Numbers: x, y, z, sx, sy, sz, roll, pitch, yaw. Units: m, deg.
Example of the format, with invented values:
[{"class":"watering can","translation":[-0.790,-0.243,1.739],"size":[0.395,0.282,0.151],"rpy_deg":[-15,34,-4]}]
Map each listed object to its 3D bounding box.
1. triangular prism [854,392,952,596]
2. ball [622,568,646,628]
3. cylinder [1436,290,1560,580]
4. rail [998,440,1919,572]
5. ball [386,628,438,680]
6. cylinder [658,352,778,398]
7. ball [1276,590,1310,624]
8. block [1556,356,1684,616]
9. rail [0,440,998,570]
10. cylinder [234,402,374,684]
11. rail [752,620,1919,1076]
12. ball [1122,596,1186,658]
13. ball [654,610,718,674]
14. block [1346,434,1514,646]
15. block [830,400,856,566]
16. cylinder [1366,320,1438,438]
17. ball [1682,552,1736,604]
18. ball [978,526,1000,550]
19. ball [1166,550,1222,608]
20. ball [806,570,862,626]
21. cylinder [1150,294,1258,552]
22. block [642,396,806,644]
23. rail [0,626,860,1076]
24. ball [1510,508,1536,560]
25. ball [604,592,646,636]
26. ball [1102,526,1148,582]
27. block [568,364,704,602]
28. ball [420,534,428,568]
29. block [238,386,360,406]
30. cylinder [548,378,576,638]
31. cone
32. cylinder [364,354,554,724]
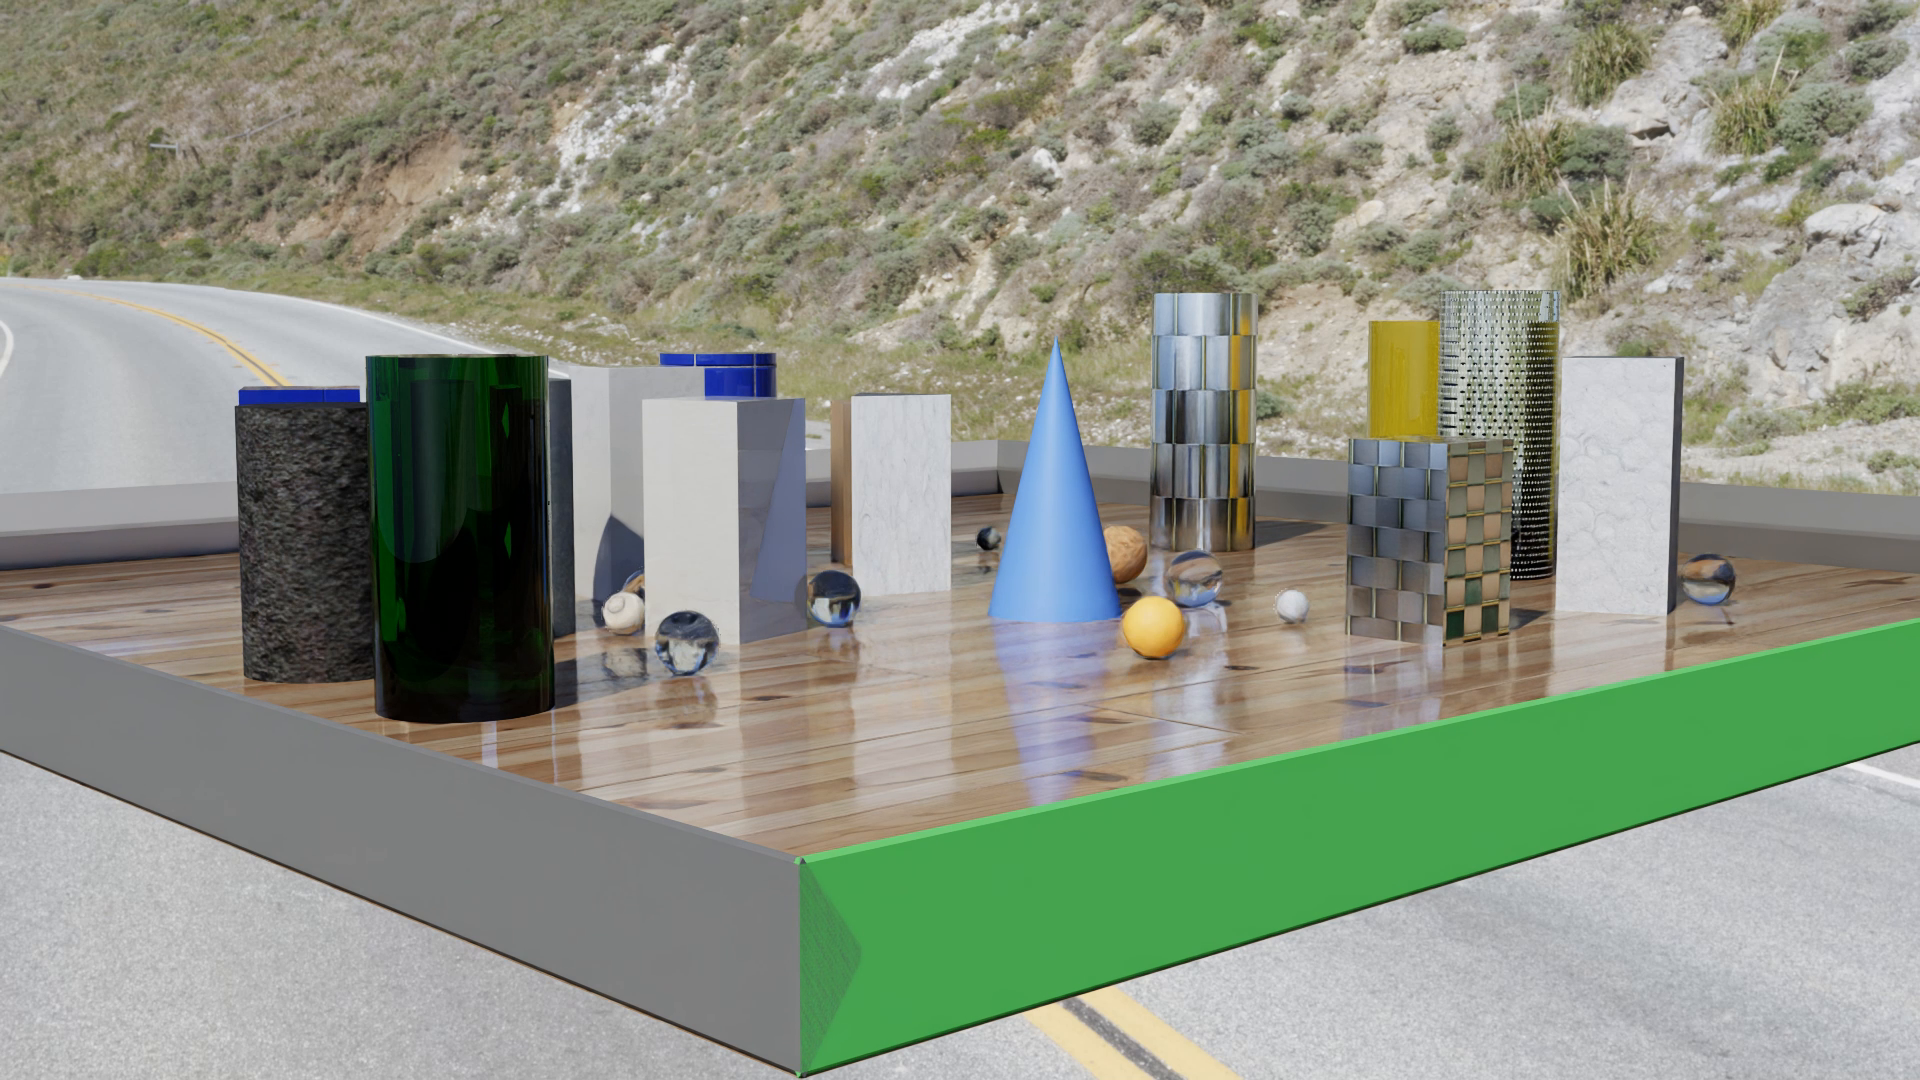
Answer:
[{"class":"triangular prism","translation":[-0.125,-0.078,3.530],"size":[0.172,0.312,0.149],"rpy_deg":[-3,7,-29]},{"class":"ball","translation":[-0.435,0.081,3.095],"size":[0.085,0.085,0.085],"rpy_deg":[0,6,0]},{"class":"cylinder","translation":[0.905,-0.180,3.713],"size":[0.199,0.478,0.199],"rpy_deg":[0,6,0]},{"class":"rail","translation":[1.065,-0.068,4.309],"size":[0.045,0.129,2.920],"rpy_deg":[-5,8,-42]},{"class":"ball","translation":[-0.665,0.138,2.664],"size":[0.061,0.061,0.061],"rpy_deg":[0,6,0]},{"class":"cylinder","translation":[-0.409,-0.130,3.731],"size":[0.199,0.374,0.199],"rpy_deg":[0,6,0]},{"class":"ball","translation":[0.475,0.096,3.141],"size":[0.047,0.047,0.047],"rpy_deg":[0,6,0]},{"class":"block","translation":[0.993,-0.087,3.307],"size":[0.159,0.375,0.159],"rpy_deg":[2,6,23]},{"class":"rail","translation":[-0.974,-0.076,4.382],"size":[2.946,0.129,0.045],"rpy_deg":[-5,8,-42]},{"class":"cylinder","translation":[-0.787,-0.002,2.717],"size":[0.199,0.329,0.199],"rpy_deg":[0,6,0]},{"class":"rail","translation":[0.974,0.143,2.282],"size":[2.946,0.129,0.045],"rpy_deg":[-5,8,-42]},{"class":"ball","translation":[0.250,0.112,2.829],"size":[0.080,0.080,0.080],"rpy_deg":[0,6,0]},{"class":"ball","translation":[-0.337,0.125,2.709],"size":[0.078,0.078,0.078],"rpy_deg":[0,6,0]},{"class":"block","translation":[0.644,-0.004,3.021],"size":[0.159,0.270,0.159],"rpy_deg":[-6,8,-43]},{"class":"block","translation":[-0.141,-0.105,3.928],"size":[0.159,0.283,0.159],"rpy_deg":[-1,6,-11]},{"class":"cylinder","translation":[0.835,-0.182,3.972],"size":[0.199,0.426,0.199],"rpy_deg":[0,6,0]},{"class":"ball","translation":[1.137,0.059,3.339],"size":[0.079,0.079,0.079],"rpy_deg":[0,6,0]},{"class":"ball","translation":[0.054,-0.002,4.100],"size":[0.044,0.044,0.044],"rpy_deg":[0,6,0]},{"class":"ball","translation":[0.353,0.059,3.313],"size":[0.085,0.085,0.085],"rpy_deg":[0,6,0]},{"class":"ball","translation":[-0.179,0.082,3.115],"size":[0.080,0.080,0.080],"rpy_deg":[0,6,0]},{"class":"cylinder","translation":[0.458,-0.224,4.139],"size":[0.199,0.477,0.199],"rpy_deg":[0,6,0]},{"class":"block","translation":[-0.323,-0.032,3.032],"size":[0.159,0.325,0.159],"rpy_deg":[3,7,30]},{"class":"rail","translation":[-1.065,0.135,2.354],"size":[0.045,0.129,2.920],"rpy_deg":[-5,8,-42]},{"class":"ball","translation":[0.984,-0.011,3.944],"size":[0.093,0.093,0.093],"rpy_deg":[0,6,0]},{"class":"ball","translation":[-0.461,0.101,3.030],"size":[0.060,0.060,0.060],"rpy_deg":[0,6,0]},{"class":"ball","translation":[0.262,0.023,3.611],"size":[0.094,0.094,0.094],"rpy_deg":[0,6,0]},{"class":"block","translation":[-0.504,-0.092,3.436],"size":[0.159,0.359,0.159],"rpy_deg":[-4,7,-32]},{"class":"ball","translation":[-0.866,0.019,3.702],"size":[0.085,0.085,0.085],"rpy_deg":[0,6,0]},{"class":"block","translation":[-0.924,-0.046,3.101],"size":[0.159,0.337,0.159],"rpy_deg":[-2,6,-15]},{"class":"cylinder","translation":[-0.636,-0.047,3.046],"size":[0.199,0.350,0.199],"rpy_deg":[0,6,0]},{"class":"cone","translation":[0.140,-0.096,3.229],"size":[0.199,0.411,0.199],"rpy_deg":[0,6,0]},{"class":"cylinder","translation":[-0.557,-0.008,2.459],"size":[0.199,0.395,0.199],"rpy_deg":[0,6,0]}]
